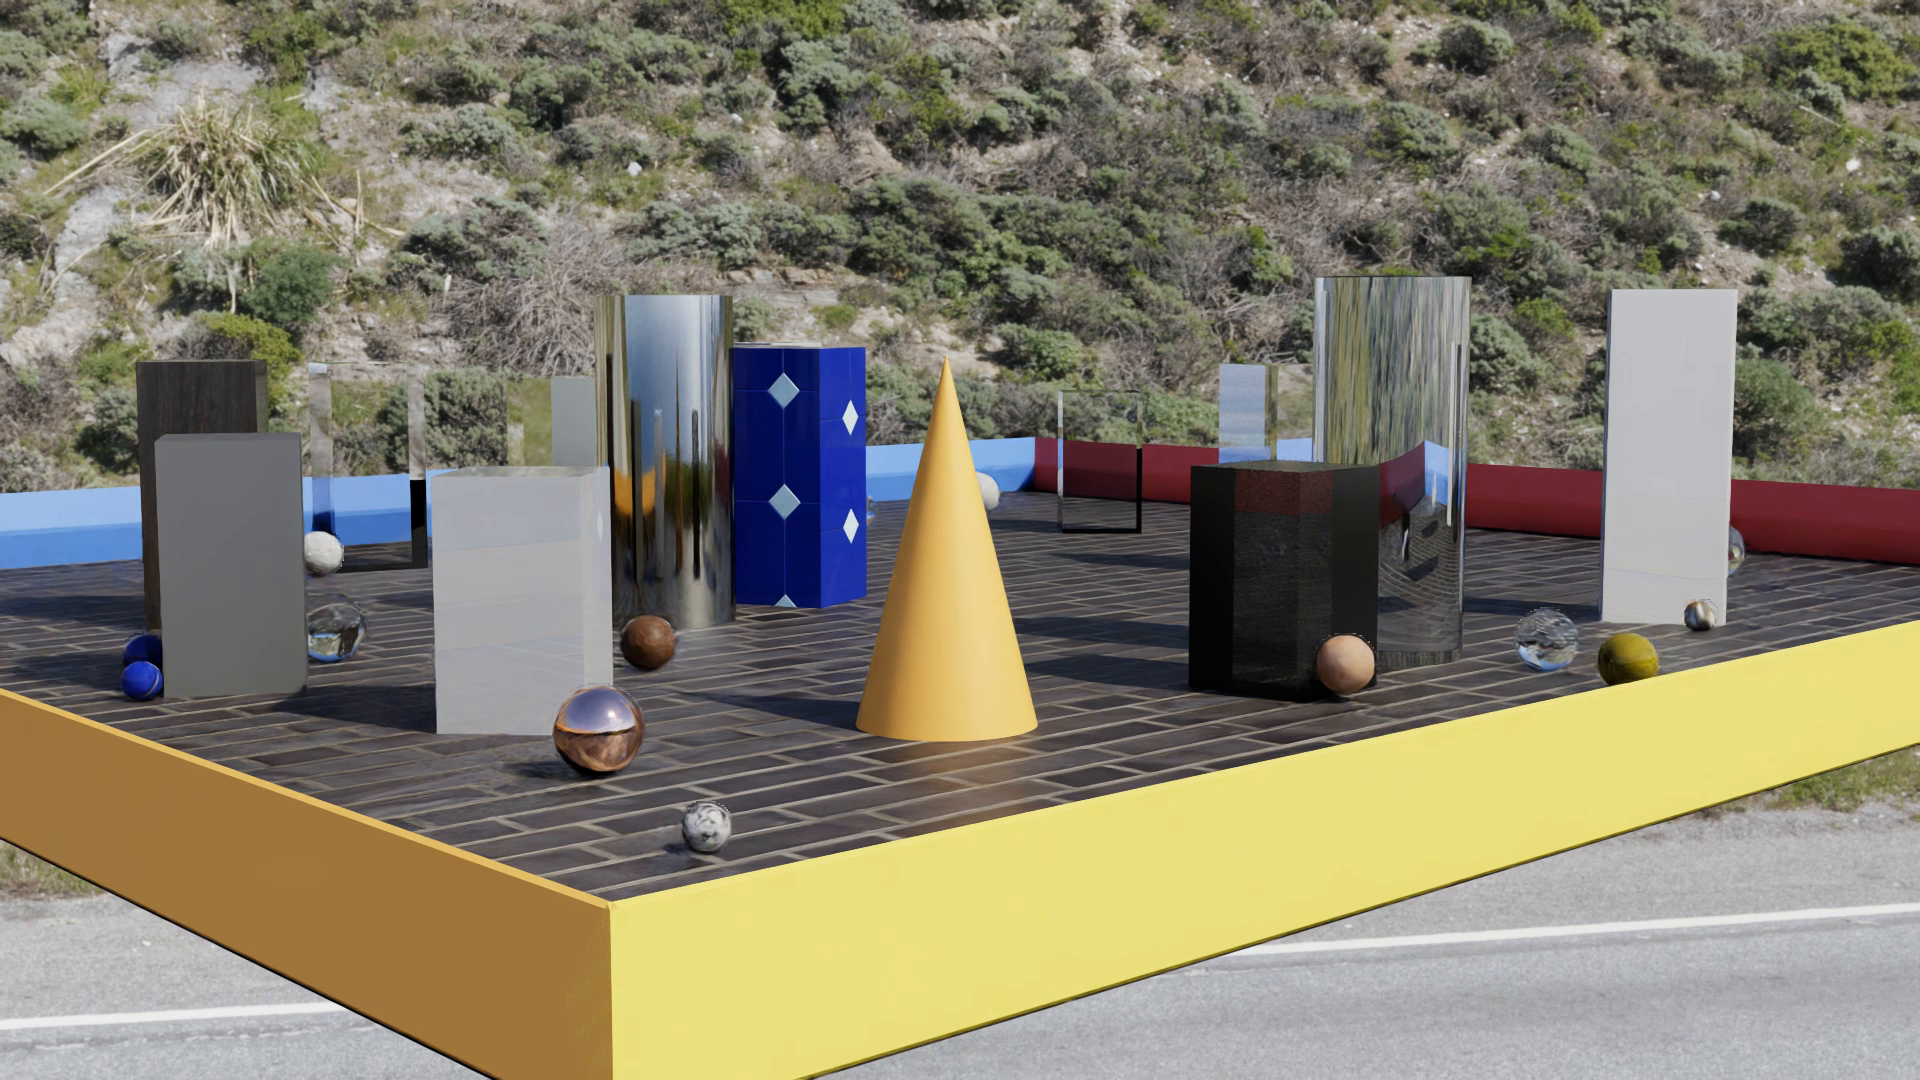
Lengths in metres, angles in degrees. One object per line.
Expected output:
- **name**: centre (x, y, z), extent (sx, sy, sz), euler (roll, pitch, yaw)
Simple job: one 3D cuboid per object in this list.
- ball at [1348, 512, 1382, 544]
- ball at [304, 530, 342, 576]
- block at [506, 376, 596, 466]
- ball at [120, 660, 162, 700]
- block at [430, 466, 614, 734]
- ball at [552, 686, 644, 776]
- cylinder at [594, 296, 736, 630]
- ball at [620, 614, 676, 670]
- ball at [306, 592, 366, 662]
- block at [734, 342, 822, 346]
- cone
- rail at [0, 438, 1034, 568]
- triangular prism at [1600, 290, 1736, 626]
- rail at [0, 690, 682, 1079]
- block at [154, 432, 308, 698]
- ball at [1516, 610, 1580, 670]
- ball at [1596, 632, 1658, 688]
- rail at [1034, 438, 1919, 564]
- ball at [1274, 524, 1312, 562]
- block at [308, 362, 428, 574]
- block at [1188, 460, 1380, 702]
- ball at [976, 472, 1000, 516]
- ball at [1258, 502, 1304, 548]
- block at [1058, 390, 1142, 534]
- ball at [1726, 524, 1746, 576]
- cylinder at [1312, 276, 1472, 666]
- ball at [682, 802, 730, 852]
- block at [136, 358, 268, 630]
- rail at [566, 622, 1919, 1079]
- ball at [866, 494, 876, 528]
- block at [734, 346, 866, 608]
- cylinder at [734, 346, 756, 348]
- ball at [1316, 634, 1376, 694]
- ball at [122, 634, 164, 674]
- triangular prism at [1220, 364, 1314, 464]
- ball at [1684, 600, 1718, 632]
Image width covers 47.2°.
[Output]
- **ball**: centre (0.770, -0.023, 4.190), extent (0.063, 0.063, 0.063), euler (0, 6, 0)
- **ball**: centre (-1.074, 0.023, 3.682), extent (0.077, 0.077, 0.077), euler (0, 6, 0)
- **block**: centre (-0.686, -0.122, 3.871), extent (0.158, 0.328, 0.158), euler (-5, 8, -40)
- **ball**: centre (-0.937, 0.161, 2.517), extent (0.046, 0.046, 0.046), euler (0, 6, 0)
- **block**: centre (-0.470, 0.061, 2.381), extent (0.158, 0.272, 0.158), euler (0, 6, 2)
- **ball**: centre (-0.347, 0.183, 2.110), extent (0.087, 0.087, 0.087), euler (0, 6, 0)
- **cylinder**: centre (-0.422, -0.116, 3.153), extent (0.197, 0.465, 0.197), euler (0, 6, 0)
- **ball**: centre (-0.387, 0.127, 2.727), extent (0.069, 0.069, 0.069), euler (0, 6, 0)
- **ball**: centre (-0.801, 0.110, 2.797), extent (0.088, 0.088, 0.088), euler (0, 6, 0)
- **block**: centre (-0.389, -0.208, 4.440), extent (0.158, 0.380, 0.158), euler (4, 7, 35)
- **cone**: centre (-0.015, 0.000, 2.356), extent (0.197, 0.399, 0.197), euler (0, 6, 0)
- **rail**: centre (-0.978, -0.077, 4.386), extent (3.212, 0.128, 0.045), euler (-5, 8, -42)
- **triangular prism**: centre (1.017, -0.124, 3.183), extent (0.171, 0.474, 0.148), euler (1, 6, 13)
- **rail**: centre (-1.163, 0.145, 2.265), extent (0.045, 0.128, 2.932), euler (-5, 8, -42)
- **block**: centre (-0.862, 0.025, 2.614), extent (0.158, 0.296, 0.158), euler (-2, 6, -16)
- **ball**: centre (0.728, 0.124, 2.723), extent (0.075, 0.075, 0.075), euler (0, 6, 0)
- **ball**: centre (0.781, 0.143, 2.573), extent (0.070, 0.070, 0.070), euler (0, 6, 0)
- **rail**: centre (1.163, -0.078, 4.399), extent (0.045, 0.128, 2.932), euler (-5, 8, -42)
- **ball**: centre (0.587, 0.005, 3.877), extent (0.067, 0.067, 0.067), euler (0, 6, 0)
- **block**: centre (-1.029, -0.130, 3.821), extent (0.158, 0.354, 0.158), euler (-3, 7, -29)
- **block**: centre (0.383, 0.043, 2.600), extent (0.158, 0.263, 0.158), euler (6, 8, 45)
- **ball**: centre (0.037, -0.098, 4.740), extent (0.098, 0.098, 0.098), euler (0, 6, 0)
- **ball**: centre (0.601, -0.028, 4.126), extent (0.087, 0.087, 0.087), euler (0, 6, 0)
- **block**: centre (0.282, -0.161, 4.461), extent (0.158, 0.282, 0.158), euler (0, 6, -1)
- **ball**: centre (1.262, 0.016, 3.669), extent (0.094, 0.094, 0.094), euler (0, 6, 0)
- **cylinder**: centre (0.552, -0.094, 2.830), extent (0.197, 0.487, 0.197), euler (0, 6, 0)
- **ball**: centre (-0.209, 0.237, 1.812), extent (0.041, 0.041, 0.041), euler (0, 6, 0)
- **block**: centre (-1.075, -0.069, 3.141), extent (0.158, 0.374, 0.158), euler (-1, 6, -12)
- **rail**: centre (0.978, 0.143, 2.278), extent (3.212, 0.128, 0.045), euler (-5, 8, -42)
- **ball**: centre (-0.208, -0.057, 4.441), extent (0.080, 0.080, 0.080), euler (0, 6, 0)
- **block**: centre (-0.250, -0.101, 3.376), extent (0.158, 0.388, 0.158), euler (3, 6, 23)
- **cylinder**: centre (-0.387, -0.165, 4.026), extent (0.197, 0.380, 0.197), euler (0, 6, 0)
- **ball**: centre (0.439, 0.142, 2.506), extent (0.068, 0.068, 0.068), euler (0, 6, 0)
- **ball**: centre (-0.981, 0.141, 2.655), extent (0.056, 0.056, 0.056), euler (0, 6, 0)
- **triangular prism**: centre (0.514, -0.127, 3.795), extent (0.148, 0.353, 0.171), euler (4, 7, 35)
- **ball**: centre (1.027, 0.106, 3.050), extent (0.044, 0.044, 0.044), euler (0, 6, 0)
